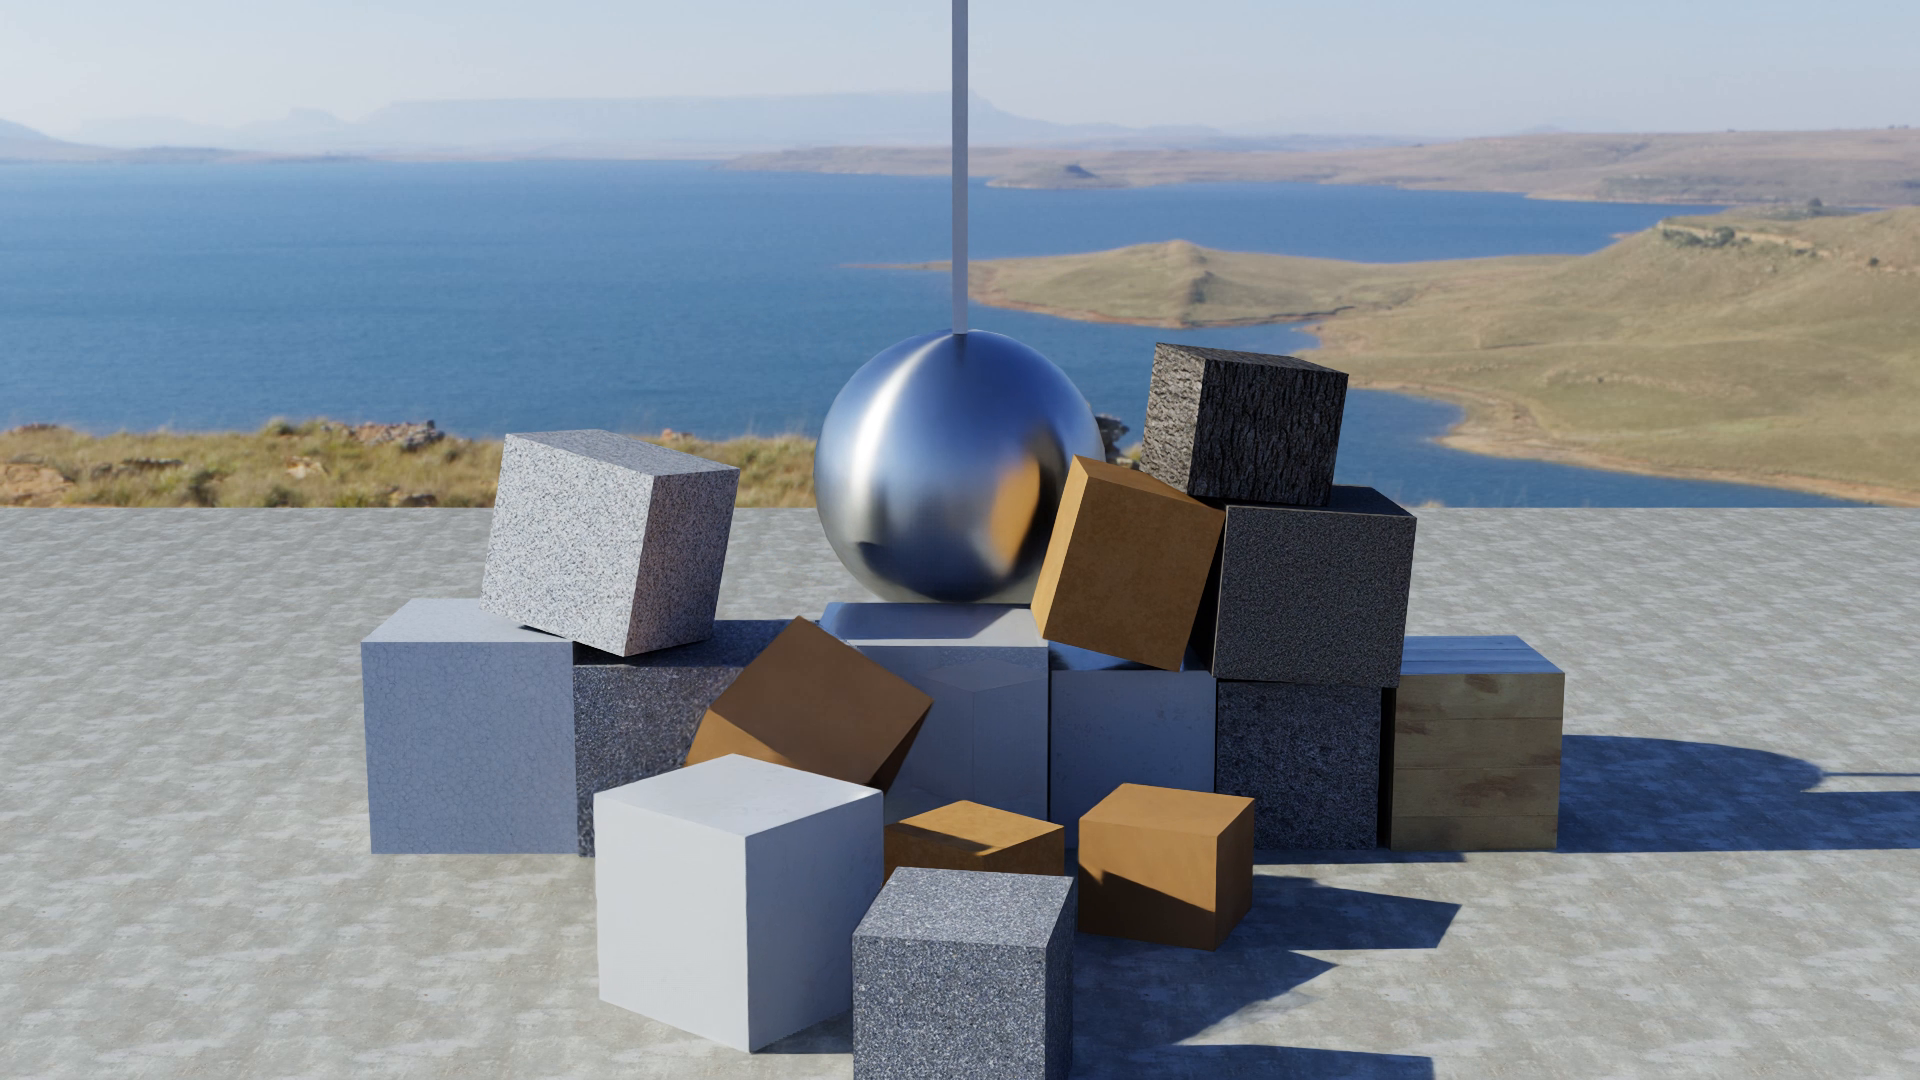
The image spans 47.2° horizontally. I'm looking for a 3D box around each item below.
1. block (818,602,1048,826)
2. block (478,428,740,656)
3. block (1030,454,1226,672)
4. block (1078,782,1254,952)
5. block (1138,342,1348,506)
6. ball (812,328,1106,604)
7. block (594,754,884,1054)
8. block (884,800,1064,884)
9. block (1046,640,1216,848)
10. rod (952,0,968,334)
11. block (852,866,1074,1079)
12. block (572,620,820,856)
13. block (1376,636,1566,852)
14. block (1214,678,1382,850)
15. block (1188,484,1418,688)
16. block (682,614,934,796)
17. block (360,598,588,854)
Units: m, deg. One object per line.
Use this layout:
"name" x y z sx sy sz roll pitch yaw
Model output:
"block" -0.135 0.965 11.158 1.146 1.109 0.996 0 10 2
"block" -1.767 -0.009 11.125 0.896 0.903 0.780 16 11 24
"block" 0.825 0.107 10.975 0.698 0.826 0.651 14 10 -6
"block" 0.942 1.474 9.992 0.636 0.526 0.615 4 11 22
"block" 1.405 -0.585 11.003 0.741 0.659 0.758 5 10 -14
"ball" 0.000 -0.349 11.966 1.600 1.600 1.600 0 10 0
"block" -0.903 1.464 9.051 0.873 0.880 0.792 8 13 39
"block" 0.055 1.529 9.376 0.575 0.637 0.526 9 14 41
"block" 0.864 1.027 11.353 0.816 0.916 0.776 0 10 0
"rod" 0.000 -3.577 10.898 0.080 5.200 0.080 0 18 0
"block" 0.027 1.703 8.106 0.687 0.750 0.753 2 10 10
"block" -1.303 1.000 11.363 1.175 0.967 1.078 0 10 0
"block" 2.557 1.032 11.349 0.837 0.909 0.846 0 10 -2
"block" 1.685 1.050 11.385 0.807 0.861 0.881 0 10 0
"block" 1.697 0.193 11.164 0.924 0.849 0.976 3 10 -4
"block" -0.761 1.048 10.114 0.754 0.852 0.873 31 35 8
"block" -2.416 0.940 11.367 1.036 1.084 1.030 0 10 0
